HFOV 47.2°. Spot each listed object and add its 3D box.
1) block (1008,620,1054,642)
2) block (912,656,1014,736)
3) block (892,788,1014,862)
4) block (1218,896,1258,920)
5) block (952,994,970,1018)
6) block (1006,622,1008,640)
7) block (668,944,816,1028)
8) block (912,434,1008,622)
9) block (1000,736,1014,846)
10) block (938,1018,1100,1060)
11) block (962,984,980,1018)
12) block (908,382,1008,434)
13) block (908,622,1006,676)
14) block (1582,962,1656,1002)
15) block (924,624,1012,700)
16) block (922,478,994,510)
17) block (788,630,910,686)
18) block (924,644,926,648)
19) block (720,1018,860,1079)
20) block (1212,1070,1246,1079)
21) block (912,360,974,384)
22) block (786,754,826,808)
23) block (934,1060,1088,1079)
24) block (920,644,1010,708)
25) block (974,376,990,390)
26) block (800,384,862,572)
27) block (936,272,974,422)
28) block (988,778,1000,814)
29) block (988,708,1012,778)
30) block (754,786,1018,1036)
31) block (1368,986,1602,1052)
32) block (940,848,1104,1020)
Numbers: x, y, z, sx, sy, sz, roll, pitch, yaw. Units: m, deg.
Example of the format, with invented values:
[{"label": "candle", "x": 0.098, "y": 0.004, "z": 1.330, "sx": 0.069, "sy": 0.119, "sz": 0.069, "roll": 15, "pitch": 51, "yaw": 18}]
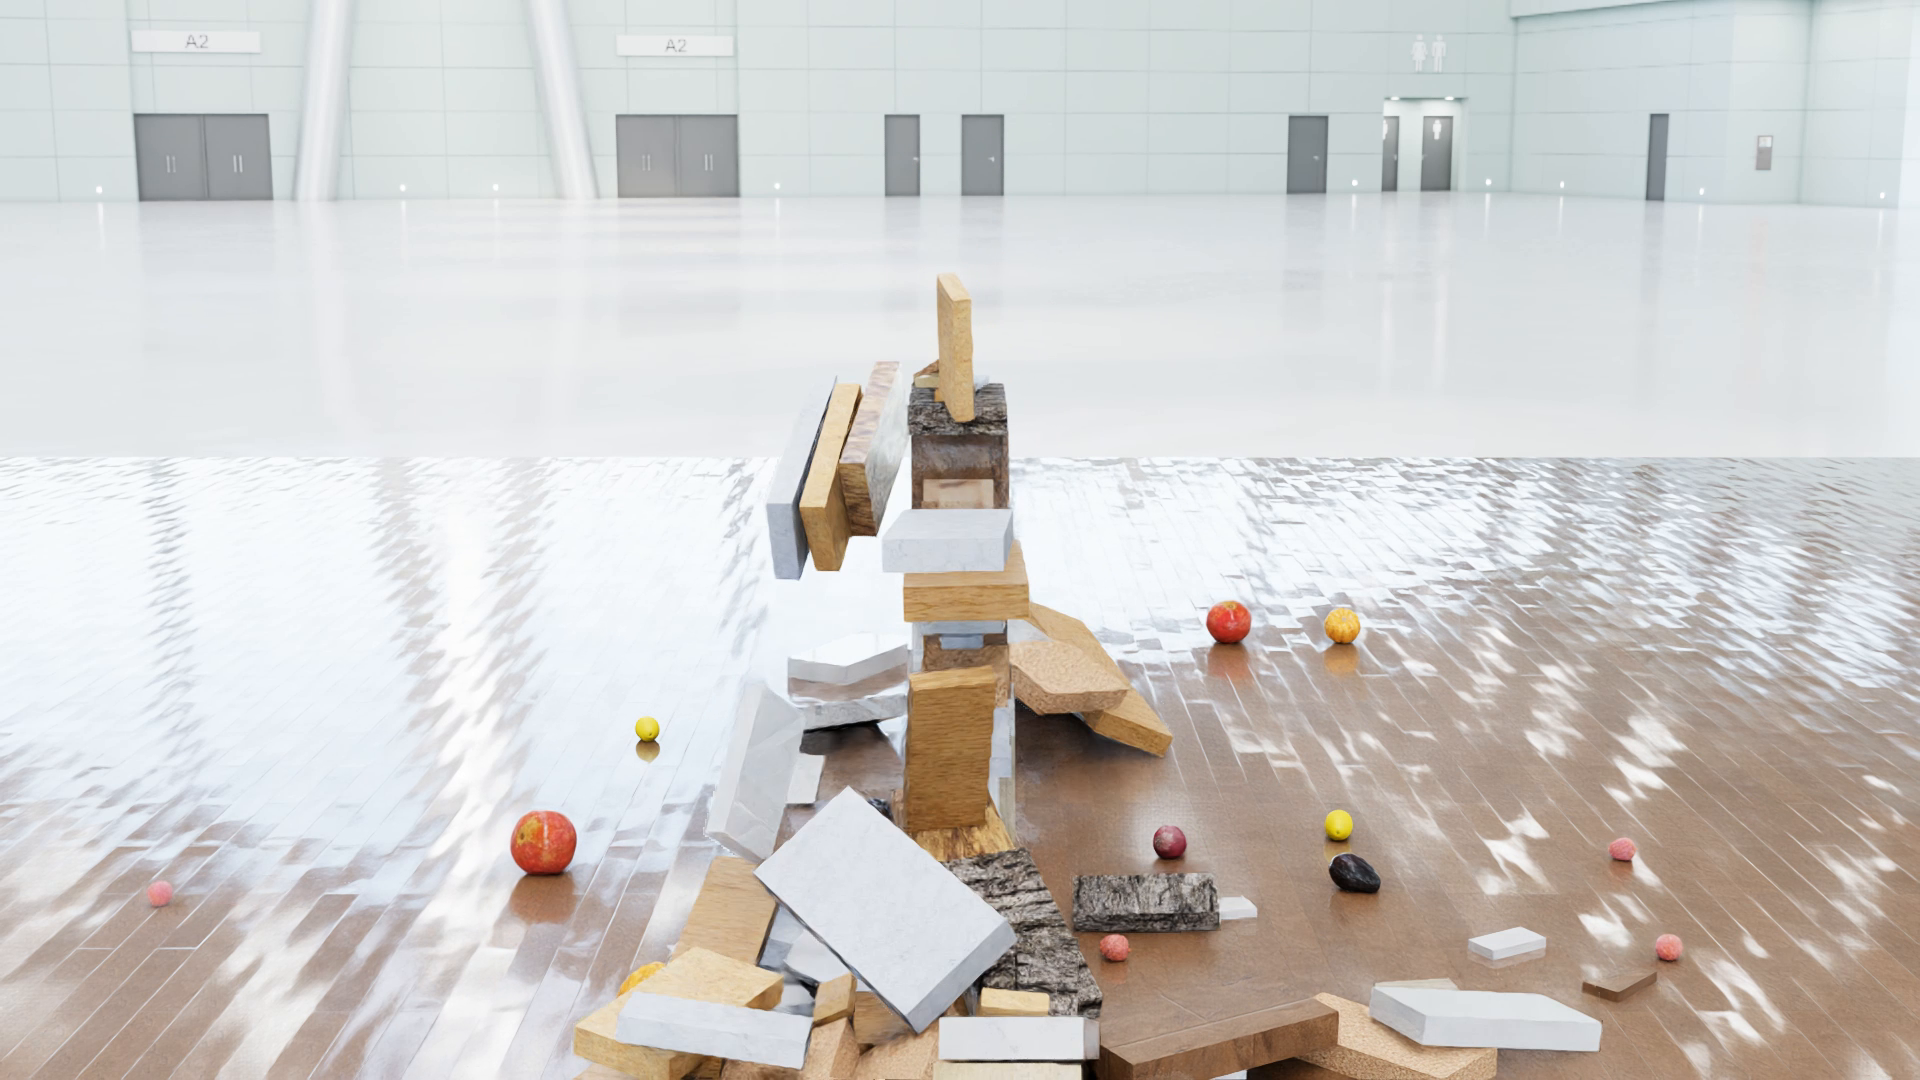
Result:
[{"label": "block", "x": 0.075, "y": 0.232, "z": 4.680, "sx": 0.048, "sy": 0.168, "sz": 0.336, "roll": 36, "pitch": -2, "yaw": -21}, {"label": "block", "x": 0.003, "y": 0.250, "z": 3.571, "sx": 0.162, "sy": 0.046, "sz": 0.325, "roll": 0, "pitch": 11, "yaw": 0}, {"label": "block", "x": -0.004, "y": 0.445, "z": 3.216, "sx": 0.143, "sy": 0.040, "sz": 0.285, "roll": -4, "pitch": 23, "yaw": -11}, {"label": "block", "x": 0.420, "y": 0.600, "z": 3.571, "sx": 0.111, "sy": 0.016, "sz": 0.055, "roll": -3, "pitch": 11, "yaw": -16}, {"label": "block", "x": 0.028, "y": 0.615, "z": 3.043, "sx": 0.157, "sy": 0.045, "sz": 0.315, "roll": -1, "pitch": 25, "yaw": -4}, {"label": "block", "x": 0.002, "y": 0.015, "z": 4.134, "sx": 0.172, "sy": 0.505, "sz": 0.049, "roll": 0, "pitch": 7, "yaw": -1}, {"label": "block", "x": -0.323, "y": 0.653, "z": 3.219, "sx": 0.145, "sy": 0.041, "sz": 0.290, "roll": -4, "pitch": 11, "yaw": -21}, {"label": "block", "x": 0.000, "y": -0.028, "z": 3.933, "sx": 0.172, "sy": 0.345, "sz": 0.049, "roll": 0, "pitch": 10, "yaw": 0}, {"label": "block", "x": 0.005, "y": 0.455, "z": 3.500, "sx": 0.162, "sy": 0.325, "sz": 0.046, "roll": 0, "pitch": 6, "yaw": -1}, {"label": "block", "x": 0.073, "y": 0.576, "z": 2.535, "sx": 0.157, "sy": 0.045, "sz": 0.315, "roll": -1, "pitch": -13, "yaw": 7}, {"label": "block", "x": 0.059, "y": 0.563, "z": 3.056, "sx": 0.143, "sy": 0.040, "sz": 0.285, "roll": -4, "pitch": 25, "yaw": -11}, {"label": "block", "x": -0.004, "y": -0.241, "z": 3.995, "sx": 0.172, "sy": 0.049, "sz": 0.345, "roll": 0, "pitch": 11, "yaw": 0}, {"label": "block", "x": -0.004, "y": 0.179, "z": 3.895, "sx": 0.169, "sy": 0.048, "sz": 0.338, "roll": 0, "pitch": 10, "yaw": 0}, {"label": "block", "x": 0.980, "y": 0.656, "z": 3.267, "sx": 0.058, "sy": 0.016, "sz": 0.116, "roll": 10, "pitch": 15, "yaw": 44}, {"label": "block", "x": 0.011, "y": 0.179, "z": 3.456, "sx": 0.128, "sy": 0.036, "sz": 0.256, "roll": -1, "pitch": 22, "yaw": -2}, {"label": "block", "x": -0.003, "y": -0.068, "z": 3.714, "sx": 0.118, "sy": 0.033, "sz": 0.236, "roll": 0, "pitch": 11, "yaw": 0}, {"label": "block", "x": -0.249, "y": 0.278, "z": 5.221, "sx": 0.163, "sy": 0.046, "sz": 0.327, "roll": 6, "pitch": 12, "yaw": 30}, {"label": "block", "x": -0.002, "y": 0.077, "z": 3.679, "sx": 0.118, "sy": 0.236, "sz": 0.033, "roll": 0, "pitch": 16, "yaw": 0}, {"label": "block", "x": -0.224, "y": 0.687, "z": 2.736, "sx": 0.169, "sy": 0.048, "sz": 0.337, "roll": -20, "pitch": 2, "yaw": 2}, {"label": "block", "x": 0.312, "y": 0.695, "z": 2.946, "sx": 0.077, "sy": 0.022, "sz": 0.155, "roll": -4, "pitch": 11, "yaw": -21}, {"label": "block", "x": -0.032, "y": -0.313, "z": 4.065, "sx": 0.063, "sy": 0.018, "sz": 0.125, "roll": -3, "pitch": -10, "yaw": -27}, {"label": "block", "x": -0.292, "y": 0.456, "z": 4.163, "sx": 0.054, "sy": 0.015, "sz": 0.108, "roll": 2, "pitch": 53, "yaw": 10}, {"label": "block", "x": 0.070, "y": 0.642, "z": 2.613, "sx": 0.158, "sy": 0.045, "sz": 0.537, "roll": 0, "pitch": -13, "yaw": 4}, {"label": "block", "x": 0.008, "y": 0.198, "z": 3.239, "sx": 0.128, "sy": 0.036, "sz": 0.256, "roll": 1, "pitch": 10, "yaw": 2}, {"label": "block", "x": 0.015, "y": -0.291, "z": 4.083, "sx": 0.054, "sy": 0.015, "sz": 0.108, "roll": 4, "pitch": 12, "yaw": 14}, {"label": "block", "x": -0.229, "y": -0.119, "z": 4.129, "sx": 0.048, "sy": 0.168, "sz": 0.337, "roll": 1, "pitch": 45, "yaw": 12}, {"label": "block", "x": -0.008, "y": -0.330, "z": 3.763, "sx": 0.032, "sy": 0.228, "sz": 0.114, "roll": -8, "pitch": 32, "yaw": -12}, {"label": "block", "x": 0.000, "y": 0.433, "z": 3.359, "sx": 0.123, "sy": 0.035, "sz": 0.246, "roll": 2, "pitch": 45, "yaw": -3}, {"label": "block", "x": 0.007, "y": 0.279, "z": 3.318, "sx": 0.128, "sy": 0.036, "sz": 0.256, "roll": -1, "pitch": 24, "yaw": -1}, {"label": "block", "x": -0.103, "y": 0.483, "z": 2.911, "sx": 0.176, "sy": 0.050, "sz": 0.352, "roll": -42, "pitch": 45, "yaw": -15}, {"label": "block", "x": 0.722, "y": 0.659, "z": 3.026, "sx": 0.280, "sy": 0.040, "sz": 0.140, "roll": 7, "pitch": 3, "yaw": -20}, {"label": "block", "x": 0.071, "y": 0.538, "z": 2.968, "sx": 0.143, "sy": 0.040, "sz": 0.285, "roll": -7, "pitch": 38, "yaw": -19}]
